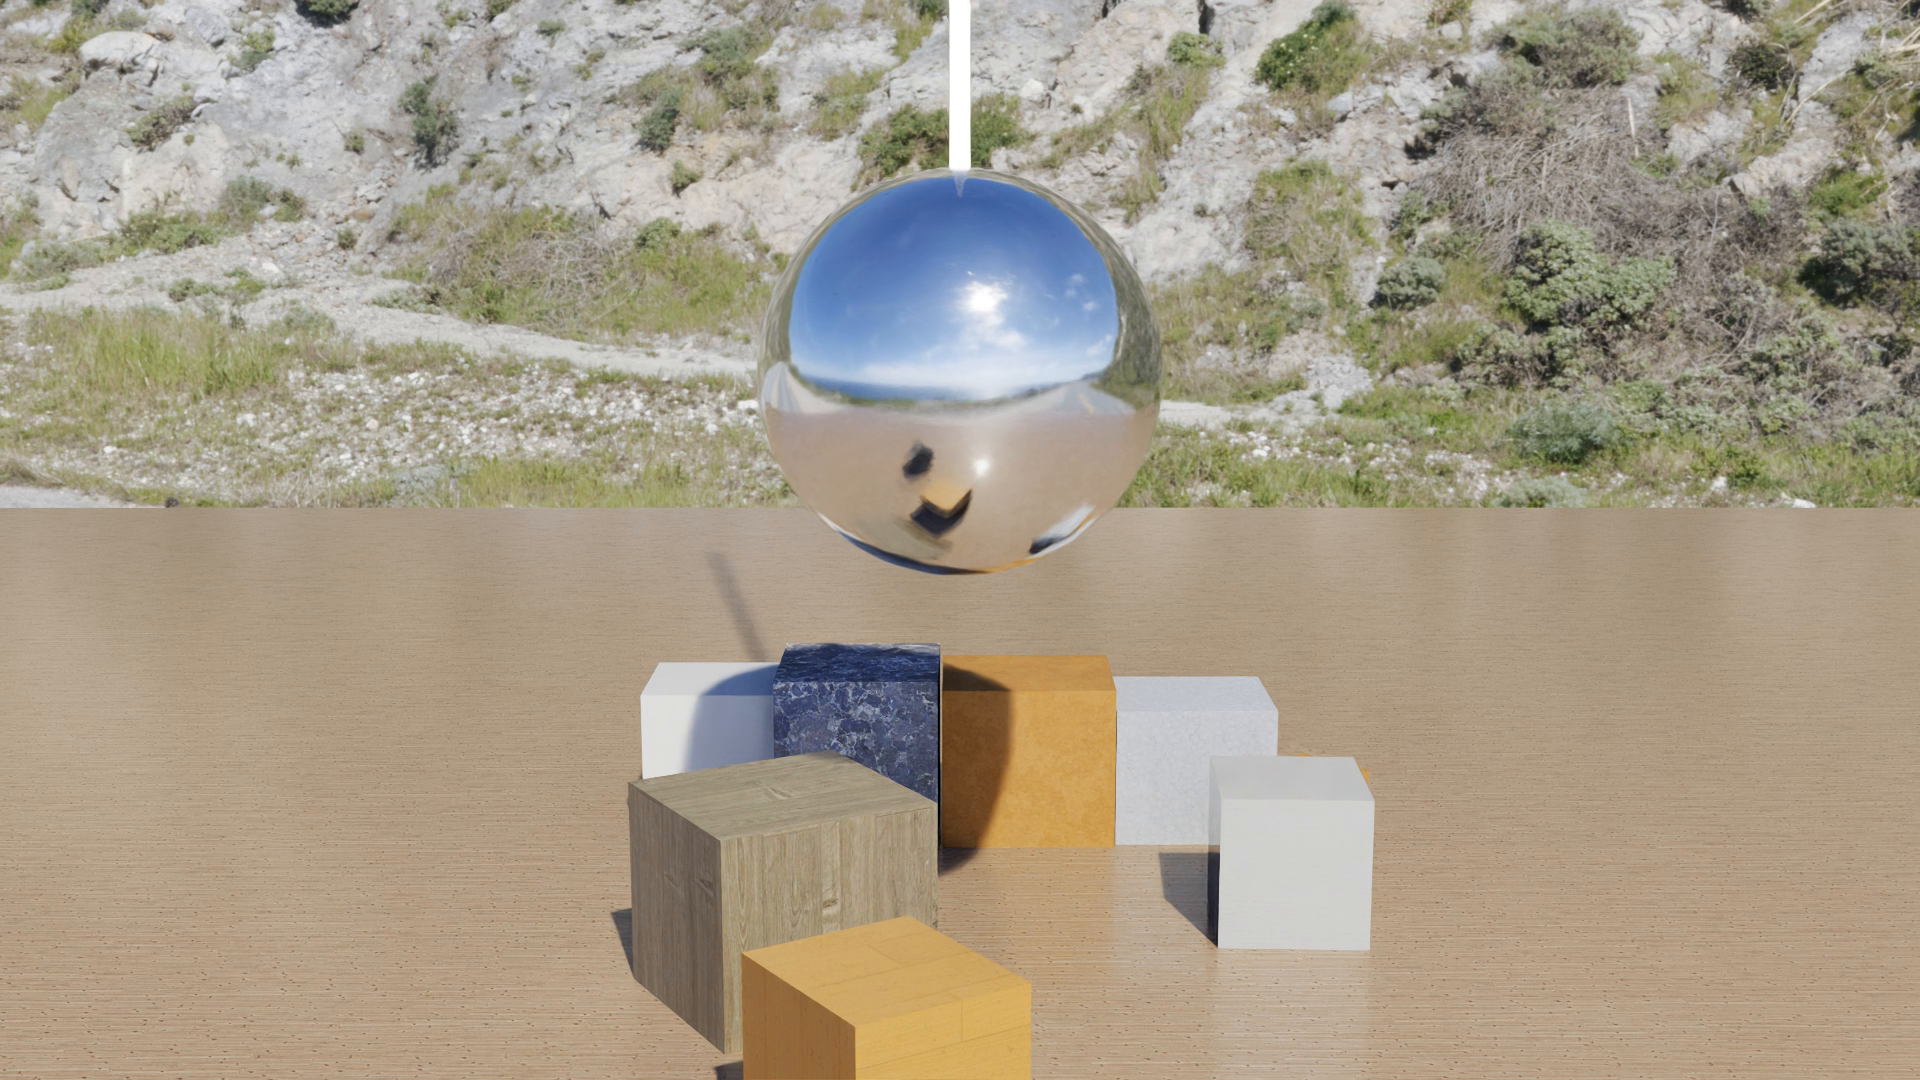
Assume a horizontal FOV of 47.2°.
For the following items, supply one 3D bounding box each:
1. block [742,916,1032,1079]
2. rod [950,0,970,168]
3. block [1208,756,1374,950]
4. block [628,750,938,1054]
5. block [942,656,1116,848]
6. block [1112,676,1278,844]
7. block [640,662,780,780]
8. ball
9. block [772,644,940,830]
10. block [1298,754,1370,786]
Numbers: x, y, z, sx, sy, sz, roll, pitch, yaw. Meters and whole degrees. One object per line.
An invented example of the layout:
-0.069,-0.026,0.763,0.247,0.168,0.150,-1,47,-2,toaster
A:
-0.260,1.814,7.563,0.683,0.725,0.779,-7,12,-33,block
0.000,-3.972,9.417,0.080,5.200,0.080,0,-13,0,rod
1.482,1.402,9.949,0.663,0.681,0.692,0,10,2,block
-0.738,1.461,9.104,0.956,0.867,0.923,-6,12,-30,block
0.344,1.079,11.370,0.866,0.809,0.770,0,10,0,block
1.185,1.132,11.404,0.807,0.692,0.727,0,10,0,block
-1.258,1.095,11.362,0.665,0.781,0.703,0,10,0,block
0.000,-0.657,8.658,1.600,1.600,1.600,0,10,0,ball
-0.514,1.052,11.347,0.813,0.870,0.852,0,10,0,block
1.746,1.343,10.935,0.374,0.433,0.410,-7,12,-41,block
